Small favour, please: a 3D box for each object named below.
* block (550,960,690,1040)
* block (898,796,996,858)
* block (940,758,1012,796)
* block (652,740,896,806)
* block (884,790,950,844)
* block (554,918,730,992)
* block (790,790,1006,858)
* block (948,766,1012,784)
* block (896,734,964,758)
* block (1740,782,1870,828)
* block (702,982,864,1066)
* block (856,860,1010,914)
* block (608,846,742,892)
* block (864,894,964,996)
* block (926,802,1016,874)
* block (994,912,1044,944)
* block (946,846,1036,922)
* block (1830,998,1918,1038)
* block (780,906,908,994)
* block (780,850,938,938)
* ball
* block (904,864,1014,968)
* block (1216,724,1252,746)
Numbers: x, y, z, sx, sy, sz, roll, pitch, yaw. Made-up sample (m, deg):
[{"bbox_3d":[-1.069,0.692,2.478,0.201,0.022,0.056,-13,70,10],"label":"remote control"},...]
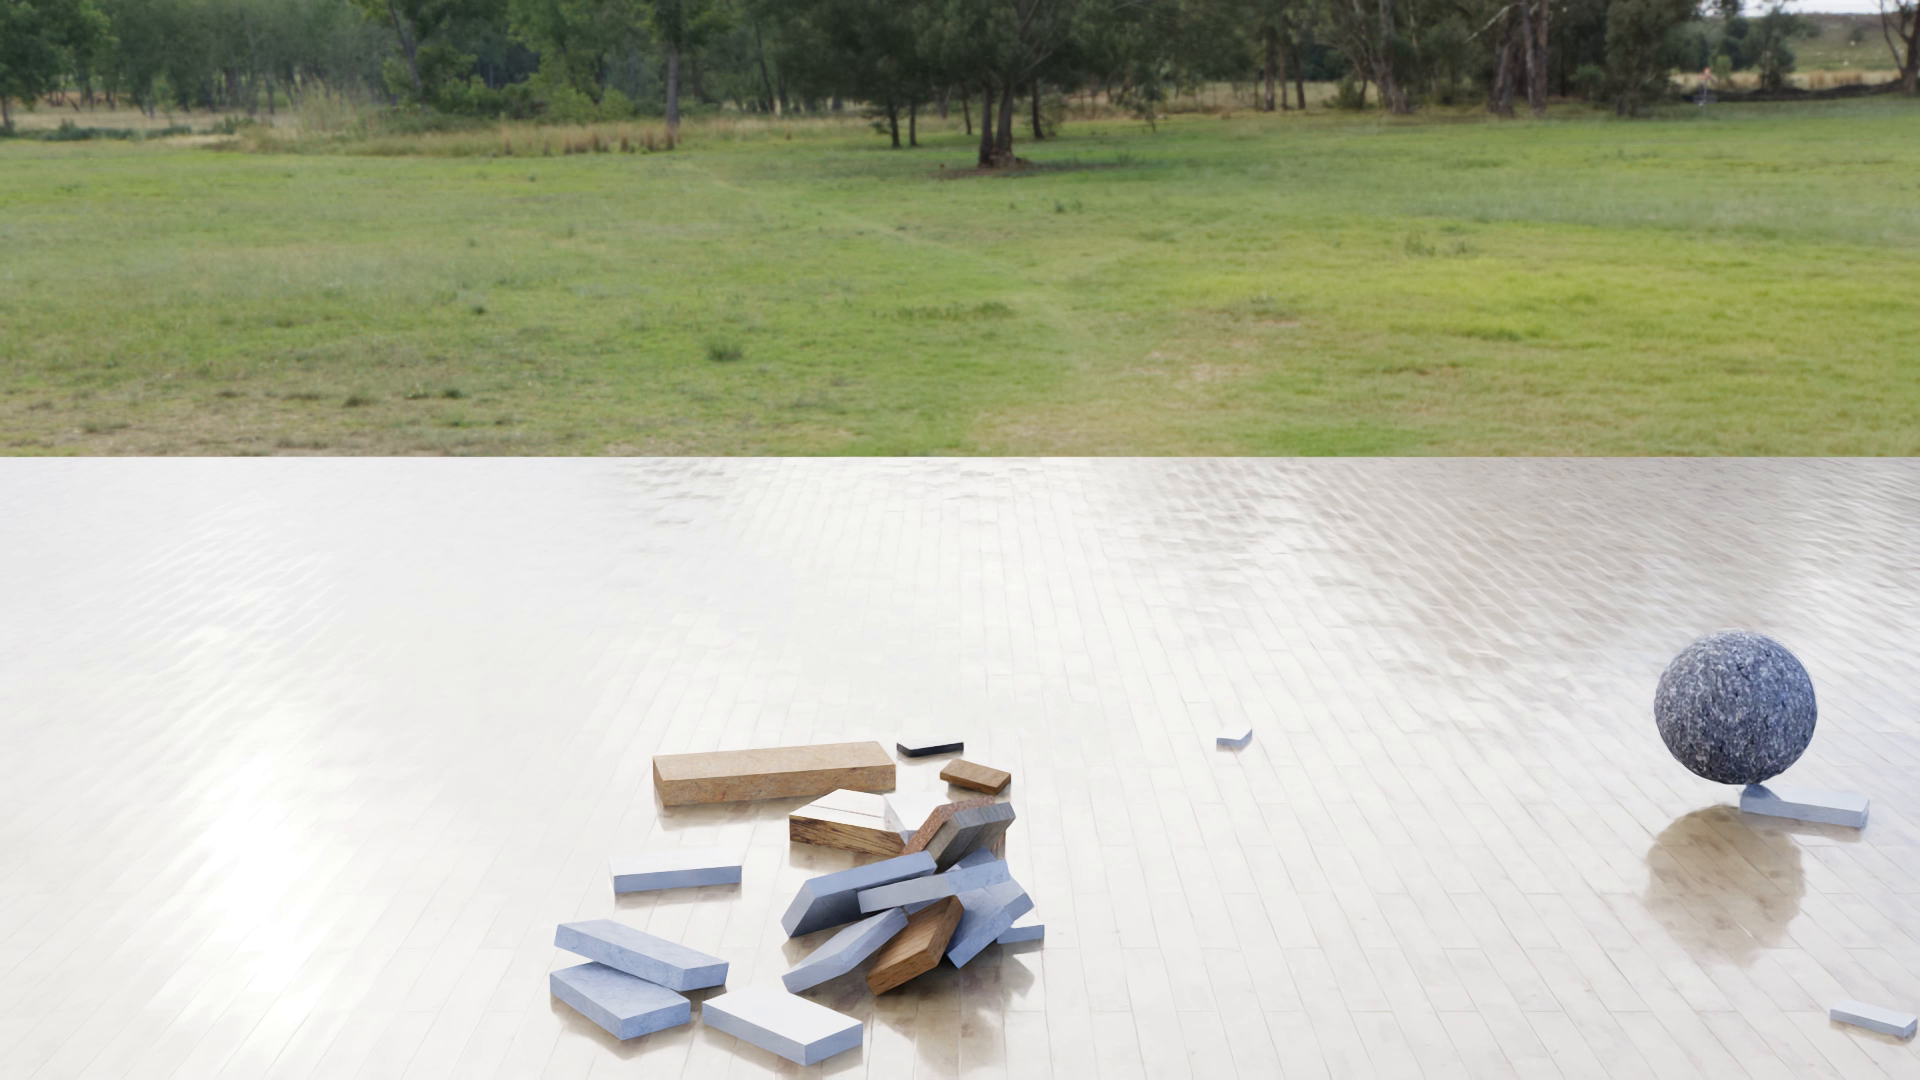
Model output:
[{"bbox_3d":[-0.495,0.663,3.192,0.110,0.031,0.221,-8,13,-36],"label":"block"},{"bbox_3d":[-0.028,0.501,3.677,0.108,0.030,0.215,-7,-32,-32],"label":"block"},{"bbox_3d":[0.030,0.458,4.259,0.124,0.018,0.062,13,27,26],"label":"block"},{"bbox_3d":[-0.363,0.452,4.279,0.449,0.049,0.174,-3,11,-14],"label":"block"},{"bbox_3d":[-0.062,0.488,3.864,0.107,0.030,0.213,-2,11,-13],"label":"block"},{"bbox_3d":[-0.475,0.618,3.282,0.236,0.033,0.118,13,1,28],"label":"block"},{"bbox_3d":[-0.112,0.516,3.934,0.347,0.049,0.174,6,12,28],"label":"block"},{"bbox_3d":[0.037,0.462,4.311,0.124,0.018,0.062,0,11,-1],"label":"block"},{"bbox_3d":[-0.061,0.423,4.518,0.124,0.018,0.062,-5,12,-27],"label":"block"},{"bbox_3d":[1.578,0.493,4.109,0.213,0.030,0.107,6,12,28],"label":"block"},{"bbox_3d":[-0.251,0.680,3.100,0.217,0.031,0.108,10,14,43],"label":"block"},{"bbox_3d":[-0.042,0.535,3.392,0.118,0.033,0.240,-7,-10,-38],"label":"block"},{"bbox_3d":[-0.487,0.560,3.747,0.215,0.030,0.108,-3,11,-14],"label":"block"},{"bbox_3d":[-0.066,0.609,3.320,0.108,0.031,0.217,-29,6,16],"label":"block"},{"bbox_3d":[0.001,0.507,3.643,0.108,0.030,0.215,-7,-32,-31],"label":"block"},{"bbox_3d":[0.069,0.605,3.526,0.080,0.023,0.160,-4,11,-19],"label":"block"},{"bbox_3d":[0.033,0.569,3.529,0.110,0.031,0.220,-34,19,-8],"label":"block"},{"bbox_3d":[1.303,0.681,3.137,0.104,0.015,0.052,9,14,42],"label":"block"},{"bbox_3d":[-0.171,0.617,3.312,0.108,0.031,0.217,-26,-1,25],"label":"block"},{"bbox_3d":[-0.160,0.564,3.505,0.236,0.118,0.033,-8,54,-37],"label":"block"},{"bbox_3d":[1.473,0.320,4.180,0.293,0.293,0.293,0,11,0],"label":"ball"},{"bbox_3d":[-0.004,0.587,3.444,0.110,0.031,0.220,-38,20,-9],"label":"block"},{"bbox_3d":[0.575,0.409,4.602,0.052,0.015,0.104,4,11,21],"label":"block"}]
